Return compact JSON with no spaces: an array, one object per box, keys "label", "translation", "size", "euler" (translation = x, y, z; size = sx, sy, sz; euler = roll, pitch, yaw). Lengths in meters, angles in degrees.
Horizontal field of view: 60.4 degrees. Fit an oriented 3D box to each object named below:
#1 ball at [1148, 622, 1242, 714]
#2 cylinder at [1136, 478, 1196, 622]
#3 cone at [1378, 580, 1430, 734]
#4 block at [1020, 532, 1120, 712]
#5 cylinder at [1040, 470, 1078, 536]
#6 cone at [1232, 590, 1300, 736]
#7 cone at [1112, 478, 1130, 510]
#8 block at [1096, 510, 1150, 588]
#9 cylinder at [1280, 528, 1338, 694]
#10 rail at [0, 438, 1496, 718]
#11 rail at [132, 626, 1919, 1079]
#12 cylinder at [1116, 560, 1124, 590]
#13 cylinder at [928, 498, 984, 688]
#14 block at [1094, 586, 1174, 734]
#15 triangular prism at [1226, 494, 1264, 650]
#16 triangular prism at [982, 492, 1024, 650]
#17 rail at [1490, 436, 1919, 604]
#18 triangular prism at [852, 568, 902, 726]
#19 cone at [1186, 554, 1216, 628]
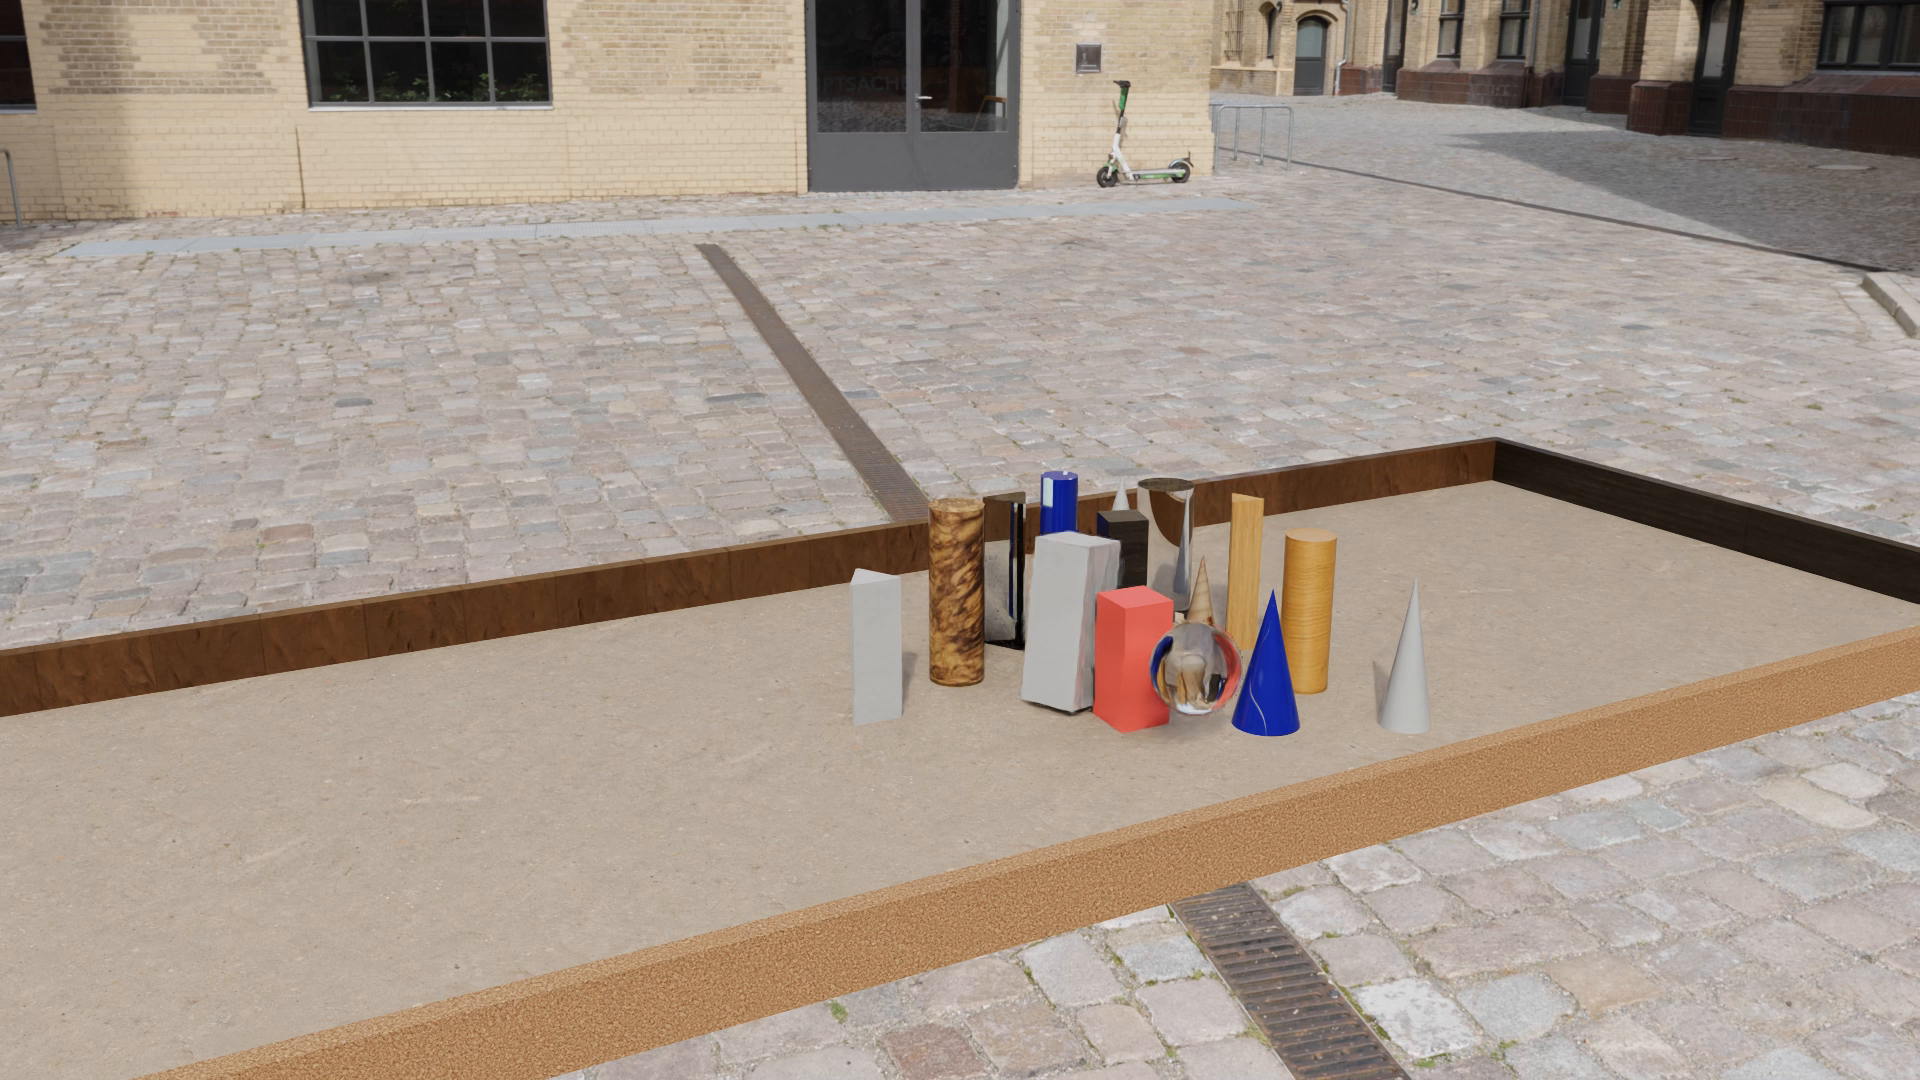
[{"label":"ball","translation":[0.514,0.281,3.610],"size":[0.201,0.201,0.201],"euler":[0,16,0]},{"label":"cylinder","translation":[0.568,0.027,4.595],"size":[0.158,0.376,0.158],"euler":[0,16,0]},{"label":"cone","translation":[1.046,0.257,3.830],"size":[0.121,0.368,0.121],"euler":[0,16,0]},{"label":"block","translation":[0.266,0.193,3.963],"size":[0.147,0.397,0.147],"euler":[12,12,34]},{"label":"cylinder","translation":[0.274,0.014,4.596],"size":[0.104,0.400,0.104],"euler":[0,16,0]},{"label":"cone","translation":[0.721,0.271,3.841],"size":[0.161,0.334,0.161],"euler":[0,16,0]},{"label":"cone","translation":[0.473,-0.030,4.861],"size":[0.168,0.336,0.168],"euler":[0,16,0]},{"label":"block","translation":[0.426,0.107,4.360],"size":[0.108,0.356,0.108],"euler":[-3,17,-11]},{"label":"cylinder","translation":[0.854,0.175,4.063],"size":[0.124,0.392,0.124],"euler":[0,16,0]},{"label":"rail","translation":[-3.305,0.497,3.399],"size":[12.000,0.150,0.050],"euler":[-9,18,-27]},{"label":"rail","translation":[-2.336,1.006,1.665],"size":[12.000,0.150,0.050],"euler":[-9,18,-27]},{"label":"cylinder","translation":[0.320,0.199,4.100],"size":[0.135,0.310,0.135],"euler":[6,10,-1]},{"label":"cylinder","translation":[-0.008,0.130,4.109],"size":[0.139,0.452,0.139],"euler":[0,16,0]},{"label":"block","translation":[0.405,0.278,3.868],"size":[0.129,0.305,0.129],"euler":[-8,18,-25]},{"label":"triangular prism","translation":[0.729,0.084,4.341],"size":[0.092,0.410,0.080],"euler":[-6,17,-20]},{"label":"triangular prism","translation":[0.141,0.077,4.380],"size":[0.128,0.402,0.111],"euler":[10,19,30]},{"label":"rail","translation":[2.466,-0.048,5.253],"size":[0.050,0.150,2.100],"euler":[-9,18,-27]},{"label":"triangular prism","translation":[-0.217,0.248,3.896],"size":[0.127,0.347,0.110],"euler":[-8,18,-26]},{"label":"cone","translation":[0.594,0.195,4.077],"size":[0.137,0.346,0.137],"euler":[0,16,0]}]
